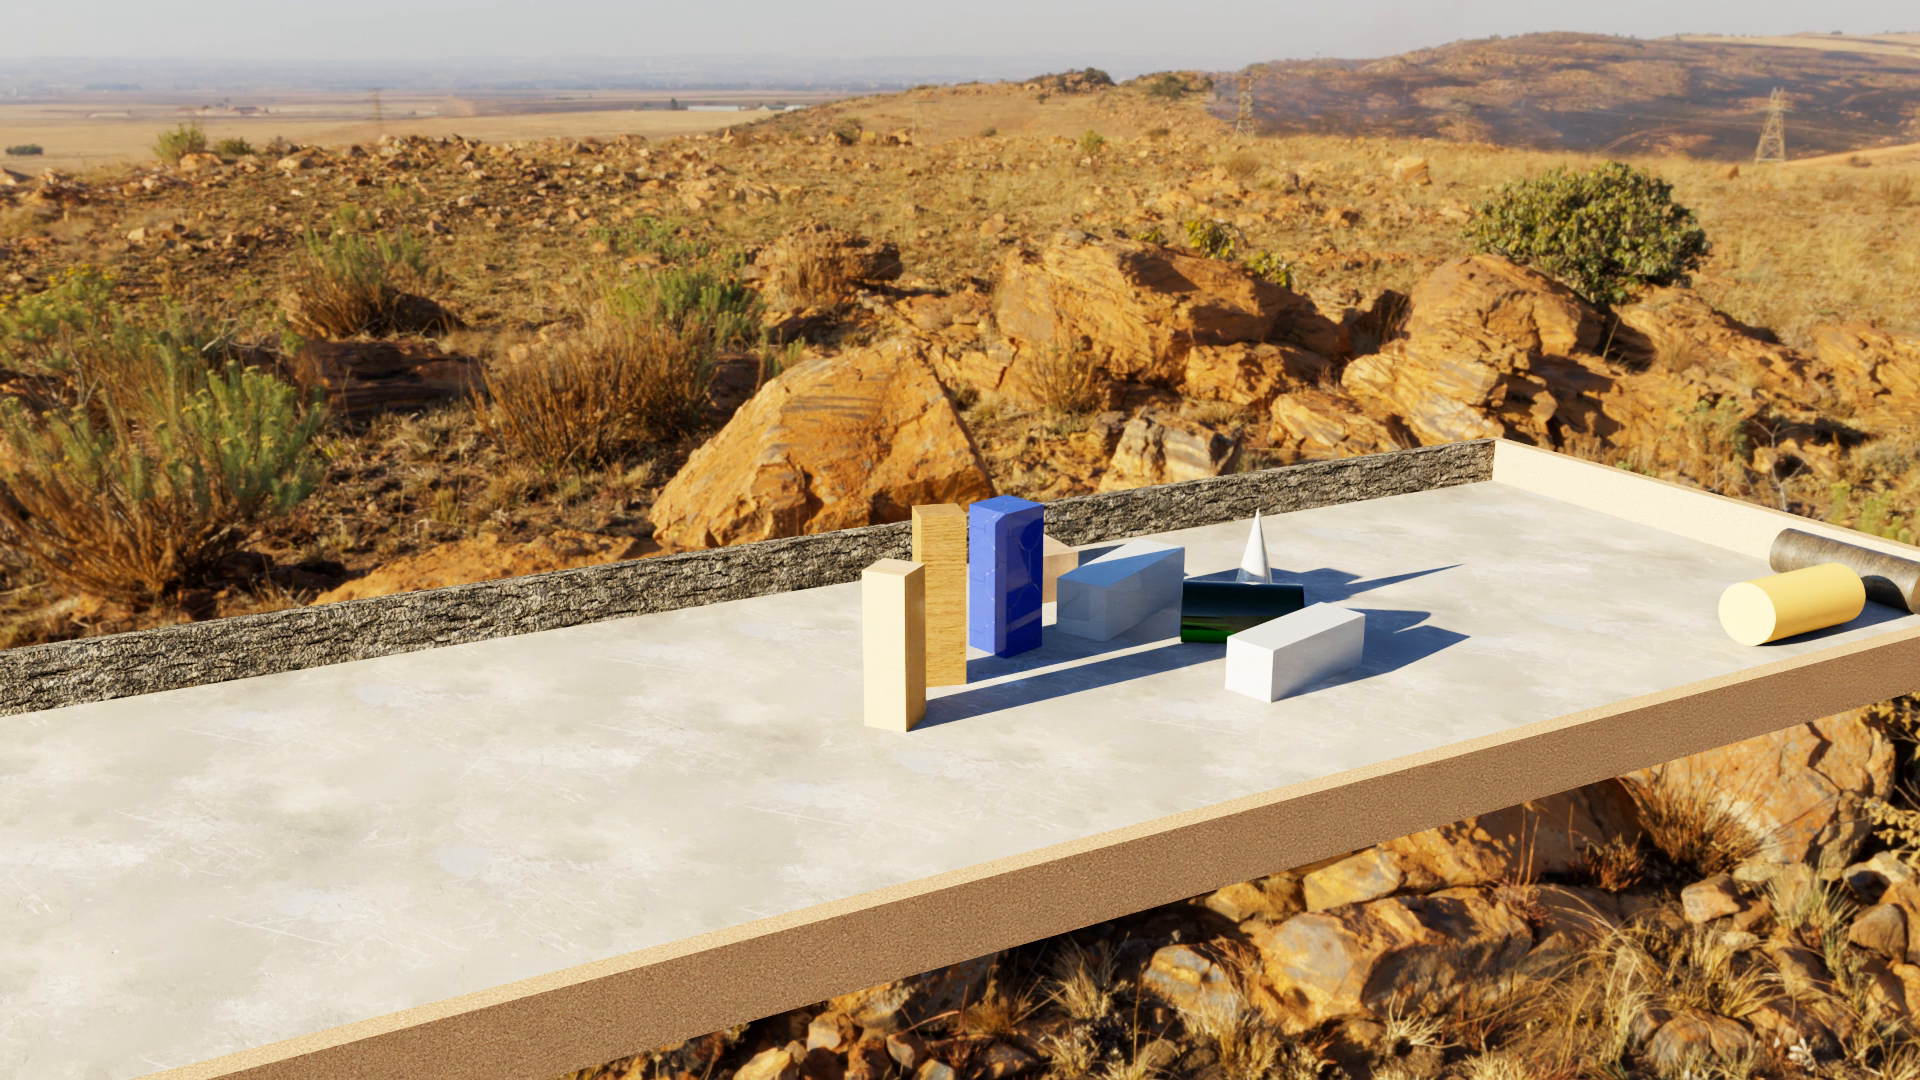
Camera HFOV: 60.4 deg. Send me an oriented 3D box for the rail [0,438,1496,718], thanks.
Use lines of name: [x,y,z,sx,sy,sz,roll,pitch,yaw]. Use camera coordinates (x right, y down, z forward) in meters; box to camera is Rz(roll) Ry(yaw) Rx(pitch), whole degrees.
rail: [-3.305,0.497,3.399,12.000,0.150,0.050,-9,18,-27]

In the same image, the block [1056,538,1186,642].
block: [0.455,0.135,4.624,0.153,0.153,0.456,11,20,33]

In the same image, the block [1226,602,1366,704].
block: [0.849,0.280,4.161,0.392,0.136,0.136,-15,22,-41]

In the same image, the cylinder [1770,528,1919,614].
cylinder: [2.604,0.086,4.806,0.144,0.144,0.442,-9,19,-28]

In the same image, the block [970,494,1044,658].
block: [0.121,0.095,4.338,0.137,0.391,0.137,-15,22,-42]

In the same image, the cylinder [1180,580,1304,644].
cylinder: [0.749,0.195,4.397,0.316,0.166,0.166,2,16,7]

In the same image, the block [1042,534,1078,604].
block: [0.195,0.062,4.893,0.141,0.141,0.375,-8,18,-25]

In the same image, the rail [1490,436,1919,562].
rail: [2.466,-0.048,5.253,0.050,0.150,2.100,-9,18,-27]

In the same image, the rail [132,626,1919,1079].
rail: [-2.336,1.006,1.665,12.000,0.150,0.050,-9,18,-27]

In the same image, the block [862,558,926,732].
block: [-0.152,0.245,3.846,0.108,0.381,0.108,8,18,24]

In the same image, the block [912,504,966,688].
block: [-0.052,0.138,4.105,0.113,0.440,0.113,-3,17,-12]

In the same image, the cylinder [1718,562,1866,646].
cylinder: [2.257,0.171,4.472,0.376,0.169,0.169,-9,19,-27]

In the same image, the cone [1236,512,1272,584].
cone: [0.830,0.055,4.634,0.142,0.300,0.142,0,16,0]
